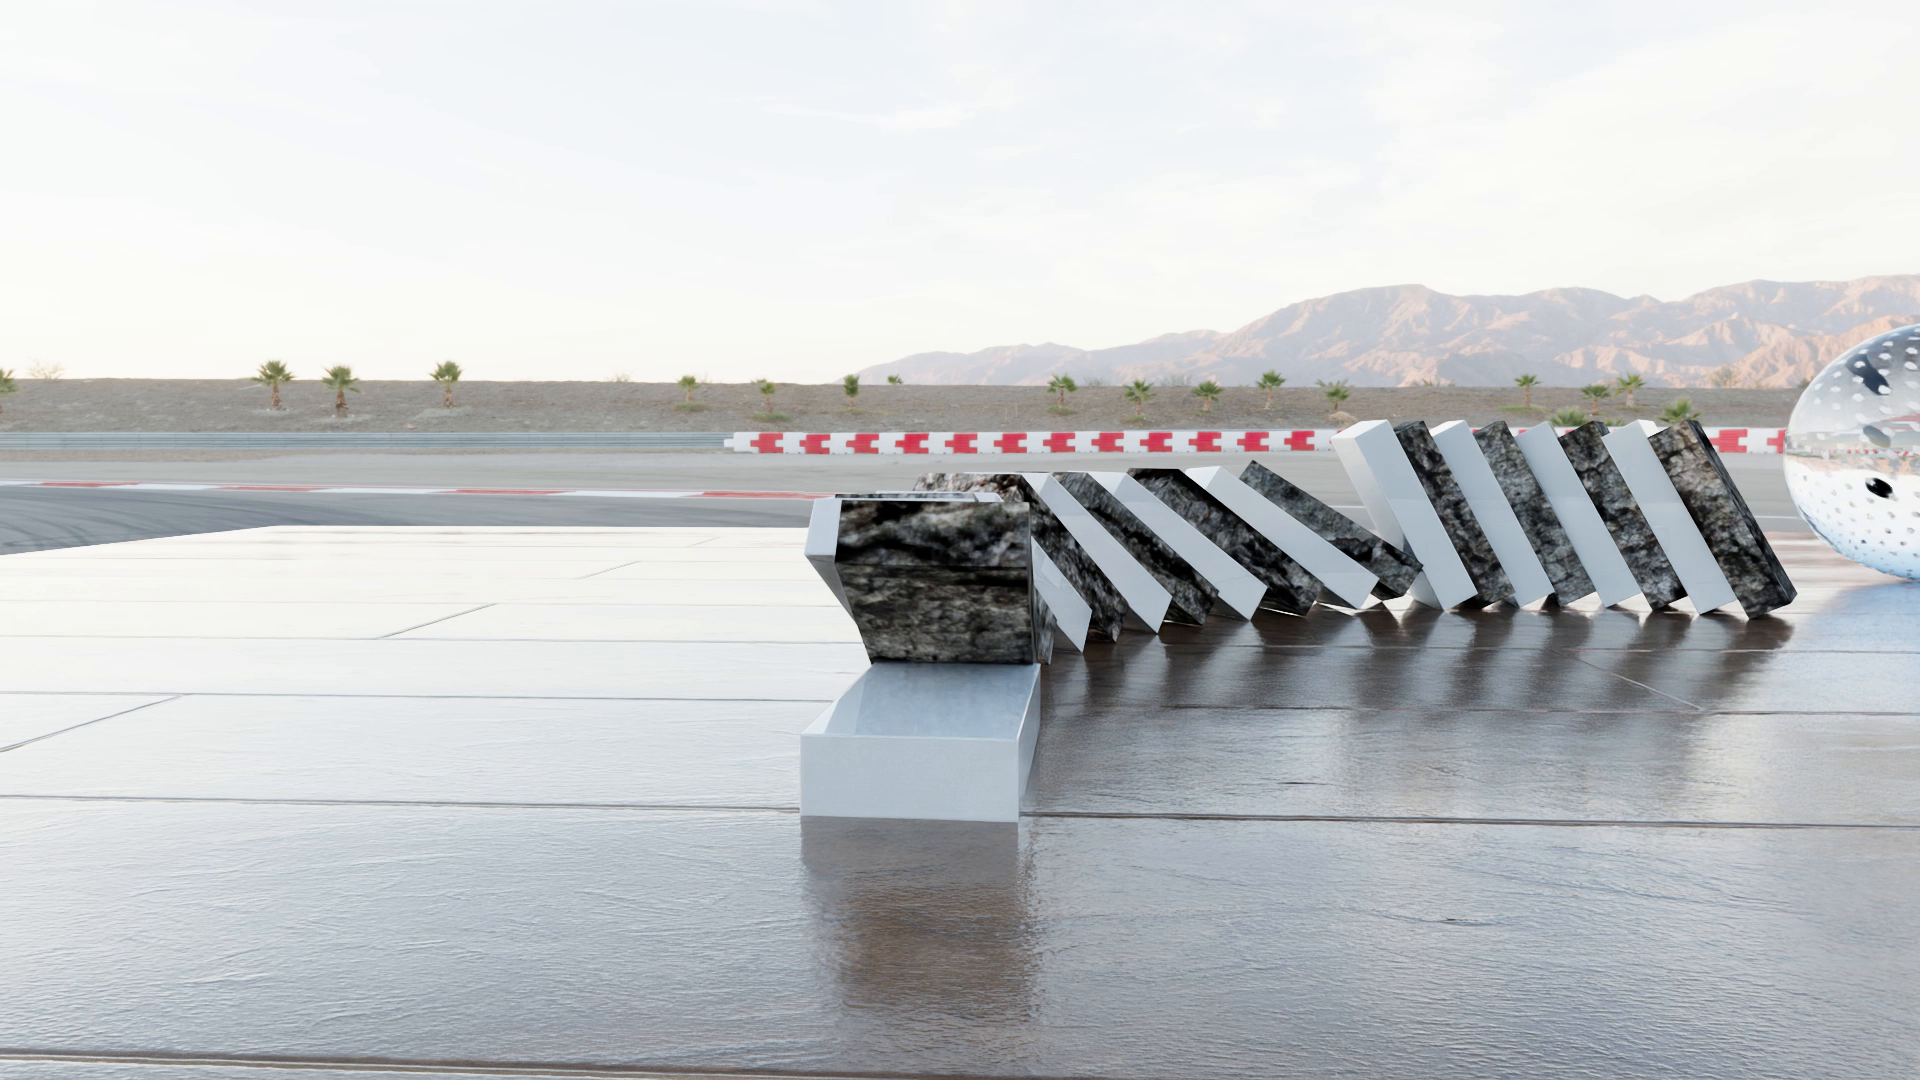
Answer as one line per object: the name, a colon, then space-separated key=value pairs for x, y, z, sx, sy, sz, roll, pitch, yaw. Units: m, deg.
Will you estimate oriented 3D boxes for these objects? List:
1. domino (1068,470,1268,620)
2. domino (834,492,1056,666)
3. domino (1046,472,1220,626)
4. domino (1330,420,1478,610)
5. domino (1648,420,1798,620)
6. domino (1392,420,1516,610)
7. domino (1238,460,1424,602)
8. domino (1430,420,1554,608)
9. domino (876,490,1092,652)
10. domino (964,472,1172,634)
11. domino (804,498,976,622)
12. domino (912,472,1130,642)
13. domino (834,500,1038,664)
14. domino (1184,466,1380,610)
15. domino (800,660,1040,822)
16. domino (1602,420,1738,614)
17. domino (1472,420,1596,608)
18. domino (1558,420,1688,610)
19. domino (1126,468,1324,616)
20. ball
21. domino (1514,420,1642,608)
domino: x=0.048 y=0.001 z=0.311 sx=0.050 sy=0.009 sz=0.025 roll=36 pitch=-12 yaw=-24
domino: x=-0.002 y=0.008 z=0.230 sx=0.025 sy=0.009 sz=0.050 roll=0 pitch=-27 yaw=22
domino: x=0.035 y=0.002 z=0.297 sx=0.050 sy=0.010 sz=0.025 roll=38 pitch=-19 yaw=-31
domino: x=0.116 y=-0.007 z=0.337 sx=0.010 sy=0.050 sz=0.025 roll=-28 pitch=3 yaw=4
domino: x=0.193 y=-0.006 z=0.324 sx=0.009 sy=0.050 sz=0.025 roll=-31 pitch=-15 yaw=34
domino: x=0.128 y=-0.007 z=0.342 sx=0.009 sy=0.050 sz=0.025 roll=-28 pitch=0 yaw=10
domino: x=0.095 y=-0.002 z=0.338 sx=0.050 sy=0.010 sz=0.025 roll=33 pitch=-1 yaw=8
domino: x=0.141 y=-0.008 z=0.345 sx=0.010 sy=0.050 sz=0.025 roll=-28 pitch=-1 yaw=11
domino: x=0.005 y=0.007 z=0.250 sx=0.025 sy=0.010 sz=0.050 roll=2 pitch=-26 yaw=29
domino: x=0.023 y=0.003 z=0.283 sx=0.025 sy=0.009 sz=0.050 roll=4 pitch=-29 yaw=47
domino: x=-0.005 y=0.010 z=0.211 sx=0.025 sy=0.010 sz=0.050 roll=1 pitch=-27 yaw=16
domino: x=0.013 y=0.004 z=0.267 sx=0.025 sy=0.010 sz=0.050 roll=3 pitch=-30 yaw=38
domino: x=-0.002 y=0.011 z=0.190 sx=0.025 sy=0.010 sz=0.050 roll=1 pitch=-28 yaw=5
domino: x=0.080 y=-0.001 z=0.329 sx=0.050 sy=0.009 sz=0.025 roll=34 pitch=-3 yaw=-8
domino: x=-0.003 y=0.025 z=0.170 sx=0.025 sy=0.010 sz=0.050 roll=0 pitch=4 yaw=6
domino: x=0.185 y=-0.007 z=0.332 sx=0.009 sy=0.050 sz=0.025 roll=-31 pitch=-15 yaw=34
domino: x=0.153 y=-0.008 z=0.347 sx=0.010 sy=0.050 sz=0.025 roll=-28 pitch=-4 yaw=17
domino: x=0.177 y=-0.007 z=0.341 sx=0.010 sy=0.050 sz=0.025 roll=-31 pitch=-13 yaw=31
domino: x=0.064 y=0.000 z=0.320 sx=0.050 sy=0.009 sz=0.025 roll=35 pitch=-8 yaw=-18
ball: x=0.302 y=-0.027 z=0.396 sx=0.080 sy=0.080 sz=0.080 roll=0 pitch=4 yaw=0
domino: x=0.166 y=-0.008 z=0.346 sx=0.010 sy=0.050 sz=0.025 roll=-29 pitch=-9 yaw=26
